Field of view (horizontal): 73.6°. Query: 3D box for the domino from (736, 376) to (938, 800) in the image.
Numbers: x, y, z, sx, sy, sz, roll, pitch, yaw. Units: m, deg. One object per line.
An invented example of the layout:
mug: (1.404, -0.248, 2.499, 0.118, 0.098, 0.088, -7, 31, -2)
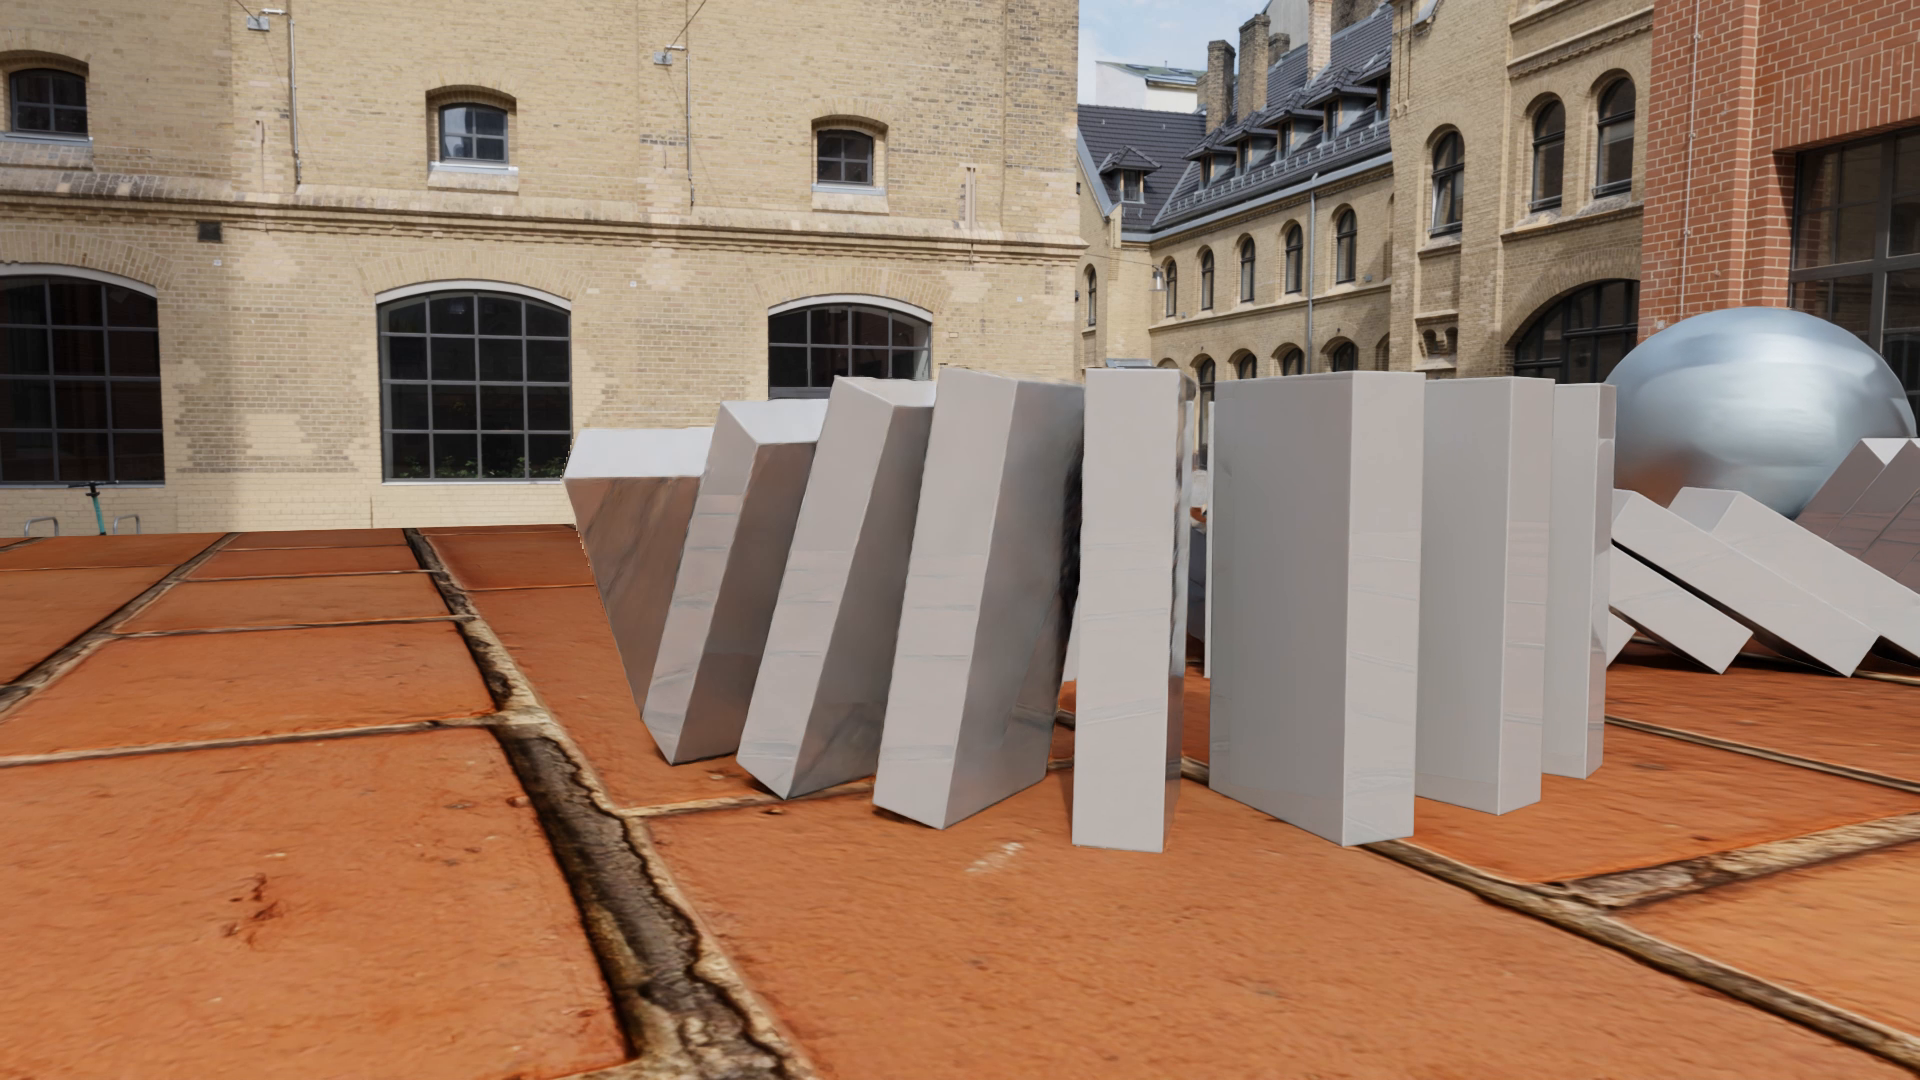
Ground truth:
domino: (-0.010, 0.006, 0.158, 0.009, 0.050, 0.025, 29, 21, 34)

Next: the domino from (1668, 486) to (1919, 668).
domino: (0.163, 0.007, 0.246, 0.050, 0.010, 0.025, 32, 8, 4)

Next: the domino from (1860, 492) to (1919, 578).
domino: (0.222, -0.001, 0.286, 0.025, 0.050, 0.009, -1, 46, -10)

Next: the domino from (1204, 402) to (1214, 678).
domino: (0.052, -0.001, 0.242, 0.009, 0.050, 0.025, 1, 4, 13)

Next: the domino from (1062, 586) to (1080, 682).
domino: (0.012, 0.000, 0.238, 0.010, 0.050, 0.025, -2, 5, -27)

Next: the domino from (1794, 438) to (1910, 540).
domino: (0.217, -0.003, 0.311, 0.025, 0.050, 0.010, -1, 46, -10)

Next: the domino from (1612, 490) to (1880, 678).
domino: (0.145, 0.007, 0.247, 0.050, 0.010, 0.025, 32, 8, 4)

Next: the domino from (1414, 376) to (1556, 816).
domino: (0.058, 0.006, 0.158, 0.009, 0.050, 0.025, -3, 5, -38)

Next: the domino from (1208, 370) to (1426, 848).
domino: (0.040, 0.007, 0.147, 0.009, 0.050, 0.025, -2, 5, -23)

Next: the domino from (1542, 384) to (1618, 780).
domino: (0.072, 0.005, 0.172, 0.025, 0.050, 0.009, 3, 5, 38)

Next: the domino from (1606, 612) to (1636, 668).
domino: (0.106, 0.005, 0.255, 0.050, 0.009, 0.025, 36, 10, 7)

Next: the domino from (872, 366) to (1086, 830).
domino: (0.004, 0.006, 0.150, 0.009, 0.050, 0.025, 15, 11, 29)

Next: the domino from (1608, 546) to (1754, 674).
domino: (0.125, 0.006, 0.251, 0.050, 0.009, 0.025, 33, 10, 7)

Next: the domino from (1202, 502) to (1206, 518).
domino: (0.073, 0.005, 0.265, 0.050, 0.010, 0.025, 35, 10, 6)

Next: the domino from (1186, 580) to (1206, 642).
domino: (0.037, 0.006, 0.272, 0.050, 0.010, 0.025, 31, 10, 8)

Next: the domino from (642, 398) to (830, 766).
domino: (-0.024, 0.006, 0.168, 0.025, 0.050, 0.009, -6, 39, -39)

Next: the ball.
ball: (0.216, -0.024, 0.357, 0.080, 0.080, 0.080, 0, 4, 0)

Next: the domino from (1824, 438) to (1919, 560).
domino: (0.219, -0.002, 0.299, 0.025, 0.050, 0.010, -1, 46, -10)

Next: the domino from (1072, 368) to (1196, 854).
domino: (0.020, 0.007, 0.145, 0.010, 0.050, 0.025, 2, 5, 14)

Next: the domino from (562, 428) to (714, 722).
domino: (-0.037, 0.007, 0.182, 0.025, 0.050, 0.010, -1, 44, 1)

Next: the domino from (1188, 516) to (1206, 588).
domino: (0.056, 0.006, 0.267, 0.050, 0.010, 0.025, 31, 10, 8)

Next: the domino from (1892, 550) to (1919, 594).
domino: (0.224, 0.000, 0.274, 0.025, 0.050, 0.010, -1, 46, -10)
